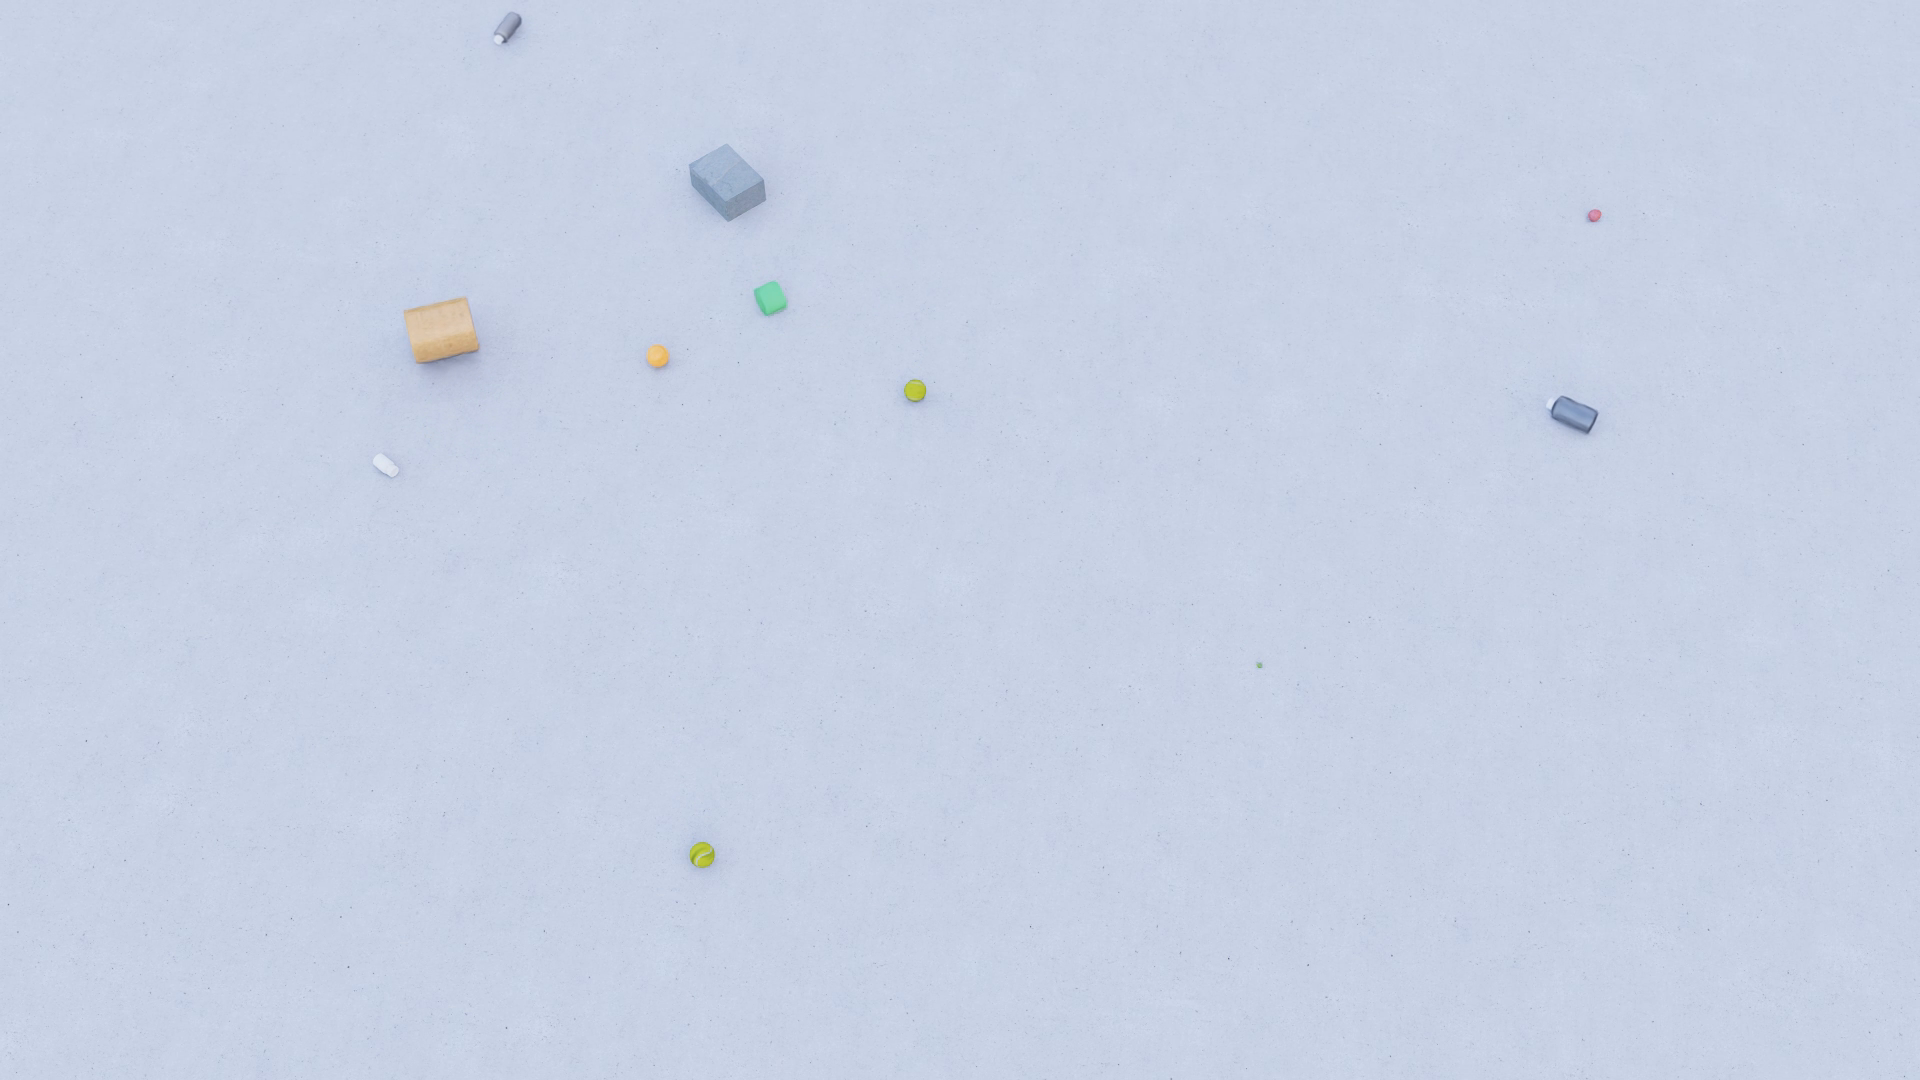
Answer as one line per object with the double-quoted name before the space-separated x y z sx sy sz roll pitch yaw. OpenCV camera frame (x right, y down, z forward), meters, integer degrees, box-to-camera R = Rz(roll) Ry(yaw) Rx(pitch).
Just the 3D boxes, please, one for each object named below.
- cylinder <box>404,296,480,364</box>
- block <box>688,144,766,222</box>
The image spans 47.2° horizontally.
"cylinder" -1.629 -0.659 6.912 0.198 0.172 0.173 -14 66 -9
"block" -0.773 -1.189 7.311 0.155 0.100 0.211 -34 62 -20
